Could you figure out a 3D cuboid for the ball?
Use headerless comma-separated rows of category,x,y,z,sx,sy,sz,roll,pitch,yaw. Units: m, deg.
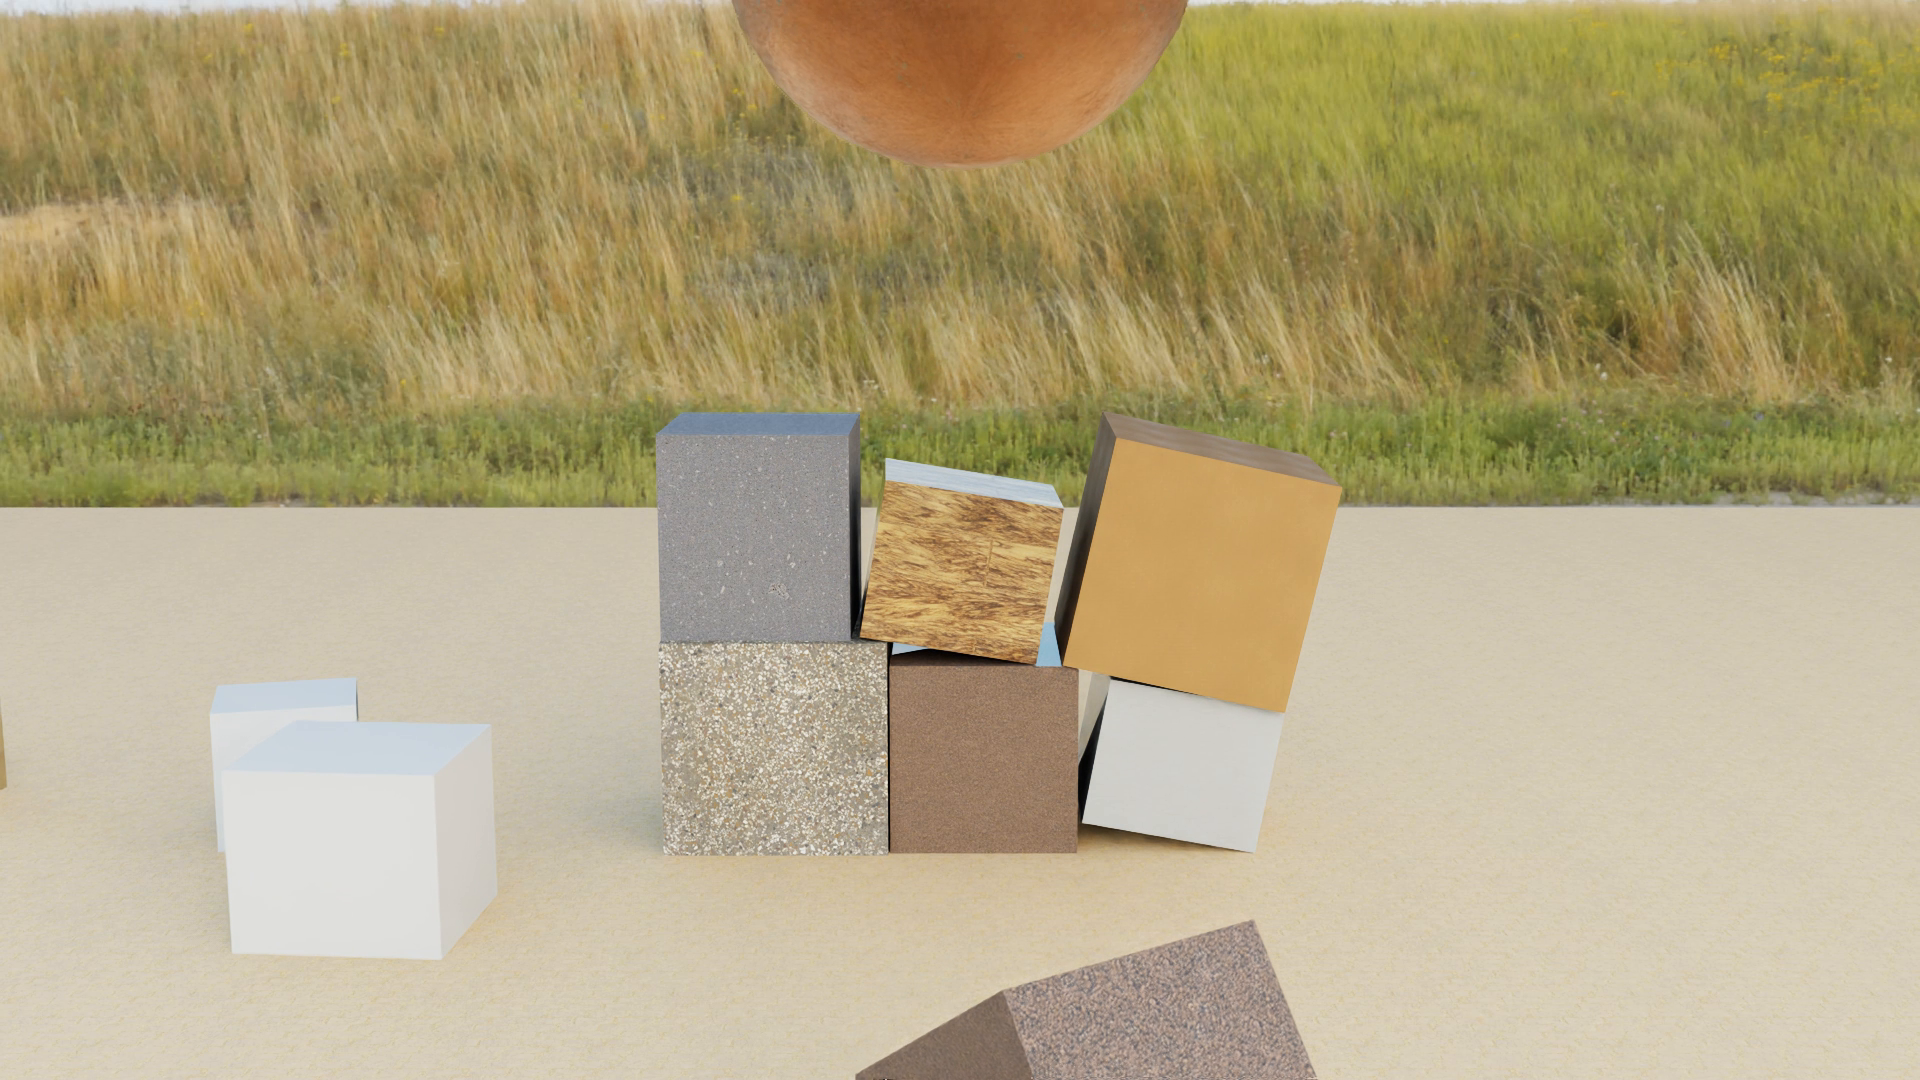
ball,0.000,-2.032,7.243,1.600,1.600,1.600,0,10,0

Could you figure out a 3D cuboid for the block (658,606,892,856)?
block,-0.915,0.942,11.370,1.115,1.078,1.080,0,10,0

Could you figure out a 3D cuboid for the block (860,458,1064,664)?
block,-0.005,0.095,11.100,0.878,0.790,0.750,9,10,-4

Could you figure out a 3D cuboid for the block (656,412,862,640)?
block,-0.998,-0.086,11.161,0.935,1.019,0.884,0,10,1

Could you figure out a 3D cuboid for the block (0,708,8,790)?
block,-5.575,1.120,11.843,0.590,0.559,0.520,2,10,10

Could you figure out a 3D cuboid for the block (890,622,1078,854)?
block,0.119,1.003,11.371,0.931,0.959,0.996,0,10,0

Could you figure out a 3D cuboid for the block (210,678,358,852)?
block,-3.446,1.142,11.299,0.698,0.711,0.600,-3,11,-15

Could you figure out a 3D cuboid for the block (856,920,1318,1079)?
block,0.427,1.762,6.377,0.927,0.912,0.882,-7,-22,-36

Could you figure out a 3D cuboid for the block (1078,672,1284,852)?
block,1.108,1.040,11.360,0.878,0.745,0.945,10,10,-2

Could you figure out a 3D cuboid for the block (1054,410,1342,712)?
block,1.171,0.084,11.184,1.117,1.148,1.069,12,10,-2

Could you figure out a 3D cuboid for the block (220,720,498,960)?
block,-2.682,1.333,9.917,0.938,0.829,0.838,1,10,5
